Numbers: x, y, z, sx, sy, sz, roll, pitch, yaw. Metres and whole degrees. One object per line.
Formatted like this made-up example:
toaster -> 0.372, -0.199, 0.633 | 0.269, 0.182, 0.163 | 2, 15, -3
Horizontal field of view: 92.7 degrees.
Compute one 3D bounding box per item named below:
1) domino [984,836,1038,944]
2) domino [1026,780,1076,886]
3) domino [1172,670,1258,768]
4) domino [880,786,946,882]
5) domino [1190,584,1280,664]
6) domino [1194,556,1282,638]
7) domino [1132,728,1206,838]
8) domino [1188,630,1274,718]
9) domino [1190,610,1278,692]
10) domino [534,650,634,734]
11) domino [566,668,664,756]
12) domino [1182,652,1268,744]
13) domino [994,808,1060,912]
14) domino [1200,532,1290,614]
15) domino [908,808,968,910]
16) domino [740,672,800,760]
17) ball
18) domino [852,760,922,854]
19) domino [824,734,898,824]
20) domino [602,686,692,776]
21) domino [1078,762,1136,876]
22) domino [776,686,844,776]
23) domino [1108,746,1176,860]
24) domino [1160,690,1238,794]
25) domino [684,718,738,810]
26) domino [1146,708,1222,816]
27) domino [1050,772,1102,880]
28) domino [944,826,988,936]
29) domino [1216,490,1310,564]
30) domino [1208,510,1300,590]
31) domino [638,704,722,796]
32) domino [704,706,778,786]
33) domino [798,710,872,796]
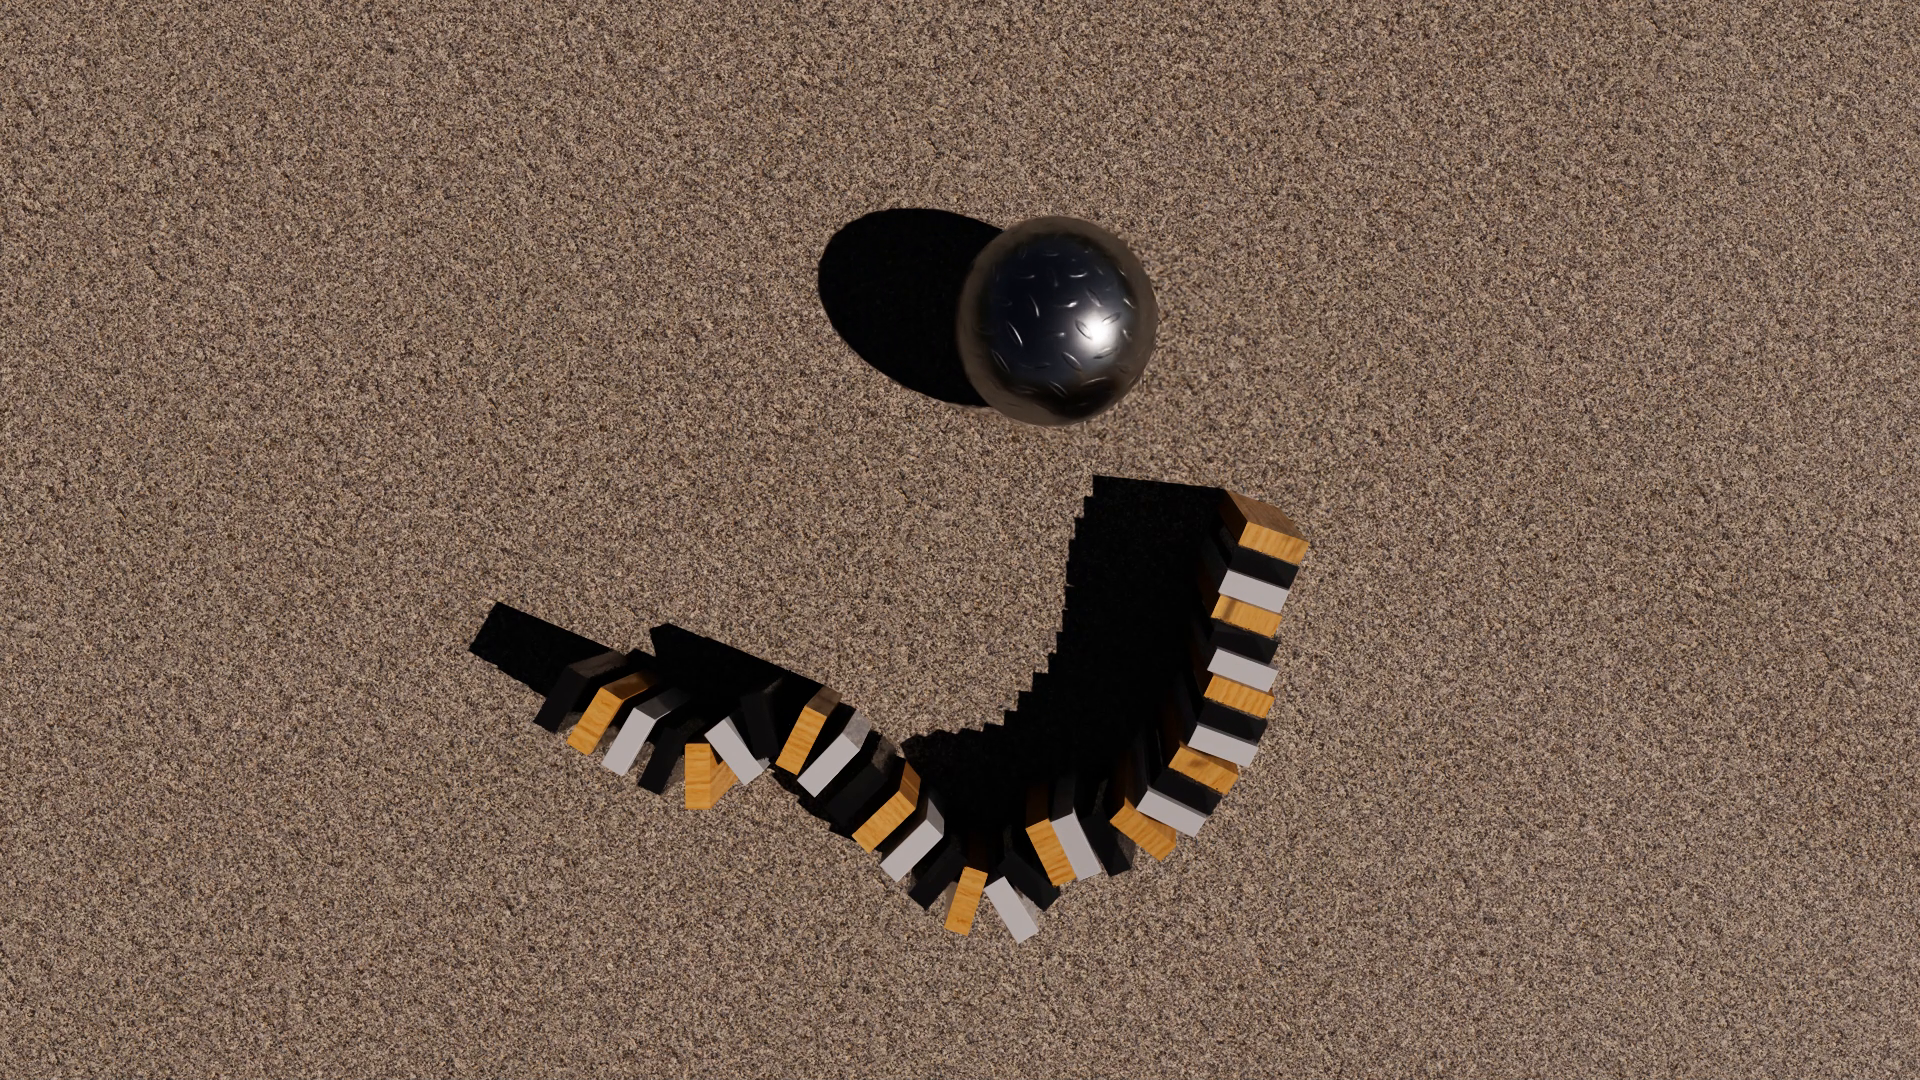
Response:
domino -> 0.020, 0.141, 0.375 | 0.009, 0.050, 0.025 | -32, 90, 2
domino -> 0.037, 0.118, 0.375 | 0.010, 0.050, 0.025 | -26, 90, 6
domino -> 0.103, 0.072, 0.375 | 0.025, 0.050, 0.009 | 20, 108, 0
domino -> -0.019, 0.119, 0.375 | 0.025, 0.050, 0.010 | -44, 90, 0
domino -> 0.111, 0.032, 0.375 | 0.025, 0.050, 0.010 | 20, 108, 0
domino -> 0.112, 0.022, 0.375 | 0.025, 0.050, 0.010 | 19, 108, 0
domino -> 0.084, 0.098, 0.375 | 0.025, 0.050, 0.009 | 26, 109, 0
domino -> 0.110, 0.053, 0.375 | 0.025, 0.050, 0.010 | 20, 108, 0
domino -> 0.111, 0.043, 0.375 | 0.025, 0.050, 0.010 | 20, 108, 0
domino -> -0.153, 0.061, 0.375 | 0.010, 0.050, 0.025 | 31, 90, 0
domino -> -0.140, 0.069, 0.375 | 0.010, 0.050, 0.025 | 32, 90, 0
domino -> 0.107, 0.063, 0.375 | 0.025, 0.050, 0.010 | 20, 108, 0
domino -> 0.027, 0.130, 0.375 | 0.025, 0.050, 0.009 | 43, 92, 0
domino -> 0.115, 0.012, 0.375 | 0.025, 0.050, 0.010 | 19, 108, 0
domino -> -0.008, 0.129, 0.375 | 0.010, 0.050, 0.025 | 40, 90, 1
domino -> -0.077, 0.071, 0.375 | 0.009, 0.050, 0.025 | -15, 90, 0
ball -> 0.037, -0.085, 0.360 | 0.080, 0.080, 0.080 | 0, 90, 0
domino -> -0.029, 0.108, 0.375 | 0.025, 0.050, 0.009 | -43, 90, 0
domino -> -0.040, 0.097, 0.375 | 0.025, 0.050, 0.009 | -44, 90, 0
domino -> -0.127, 0.077, 0.375 | 0.010, 0.050, 0.025 | 30, 90, 0
domino -> 0.062, 0.113, 0.375 | 0.009, 0.050, 0.025 | -29, 90, 17
domino -> -0.061, 0.077, 0.375 | 0.009, 0.050, 0.025 | 27, 90, 0
domino -> 0.075, 0.106, 0.375 | 0.025, 0.050, 0.010 | 38, 109, 0
domino -> 0.097, 0.081, 0.375 | 0.025, 0.050, 0.010 | 26, 109, 0
domino -> -0.100, 0.090, 0.375 | 0.010, 0.050, 0.025 | 0, 90, 0
domino -> 0.090, 0.090, 0.375 | 0.025, 0.050, 0.009 | 26, 109, 0
domino -> 0.048, 0.115, 0.375 | 0.010, 0.050, 0.025 | -26, 90, 10
domino -> 0.003, 0.138, 0.375 | 0.009, 0.050, 0.025 | 18, 90, 1
domino -> 0.123, -0.006, 0.375 | 0.025, 0.050, 0.010 | 19, 108, 0
domino -> 0.119, 0.003, 0.375 | 0.025, 0.050, 0.009 | 19, 108, 0
domino -> -0.114, 0.084, 0.375 | 0.010, 0.050, 0.025 | 26, 90, 0
domino -> -0.086, 0.081, 0.375 | 0.010, 0.050, 0.025 | -38, 90, 0
domino -> -0.050, 0.086, 0.375 | 0.009, 0.050, 0.025 | 44, 90, 0
